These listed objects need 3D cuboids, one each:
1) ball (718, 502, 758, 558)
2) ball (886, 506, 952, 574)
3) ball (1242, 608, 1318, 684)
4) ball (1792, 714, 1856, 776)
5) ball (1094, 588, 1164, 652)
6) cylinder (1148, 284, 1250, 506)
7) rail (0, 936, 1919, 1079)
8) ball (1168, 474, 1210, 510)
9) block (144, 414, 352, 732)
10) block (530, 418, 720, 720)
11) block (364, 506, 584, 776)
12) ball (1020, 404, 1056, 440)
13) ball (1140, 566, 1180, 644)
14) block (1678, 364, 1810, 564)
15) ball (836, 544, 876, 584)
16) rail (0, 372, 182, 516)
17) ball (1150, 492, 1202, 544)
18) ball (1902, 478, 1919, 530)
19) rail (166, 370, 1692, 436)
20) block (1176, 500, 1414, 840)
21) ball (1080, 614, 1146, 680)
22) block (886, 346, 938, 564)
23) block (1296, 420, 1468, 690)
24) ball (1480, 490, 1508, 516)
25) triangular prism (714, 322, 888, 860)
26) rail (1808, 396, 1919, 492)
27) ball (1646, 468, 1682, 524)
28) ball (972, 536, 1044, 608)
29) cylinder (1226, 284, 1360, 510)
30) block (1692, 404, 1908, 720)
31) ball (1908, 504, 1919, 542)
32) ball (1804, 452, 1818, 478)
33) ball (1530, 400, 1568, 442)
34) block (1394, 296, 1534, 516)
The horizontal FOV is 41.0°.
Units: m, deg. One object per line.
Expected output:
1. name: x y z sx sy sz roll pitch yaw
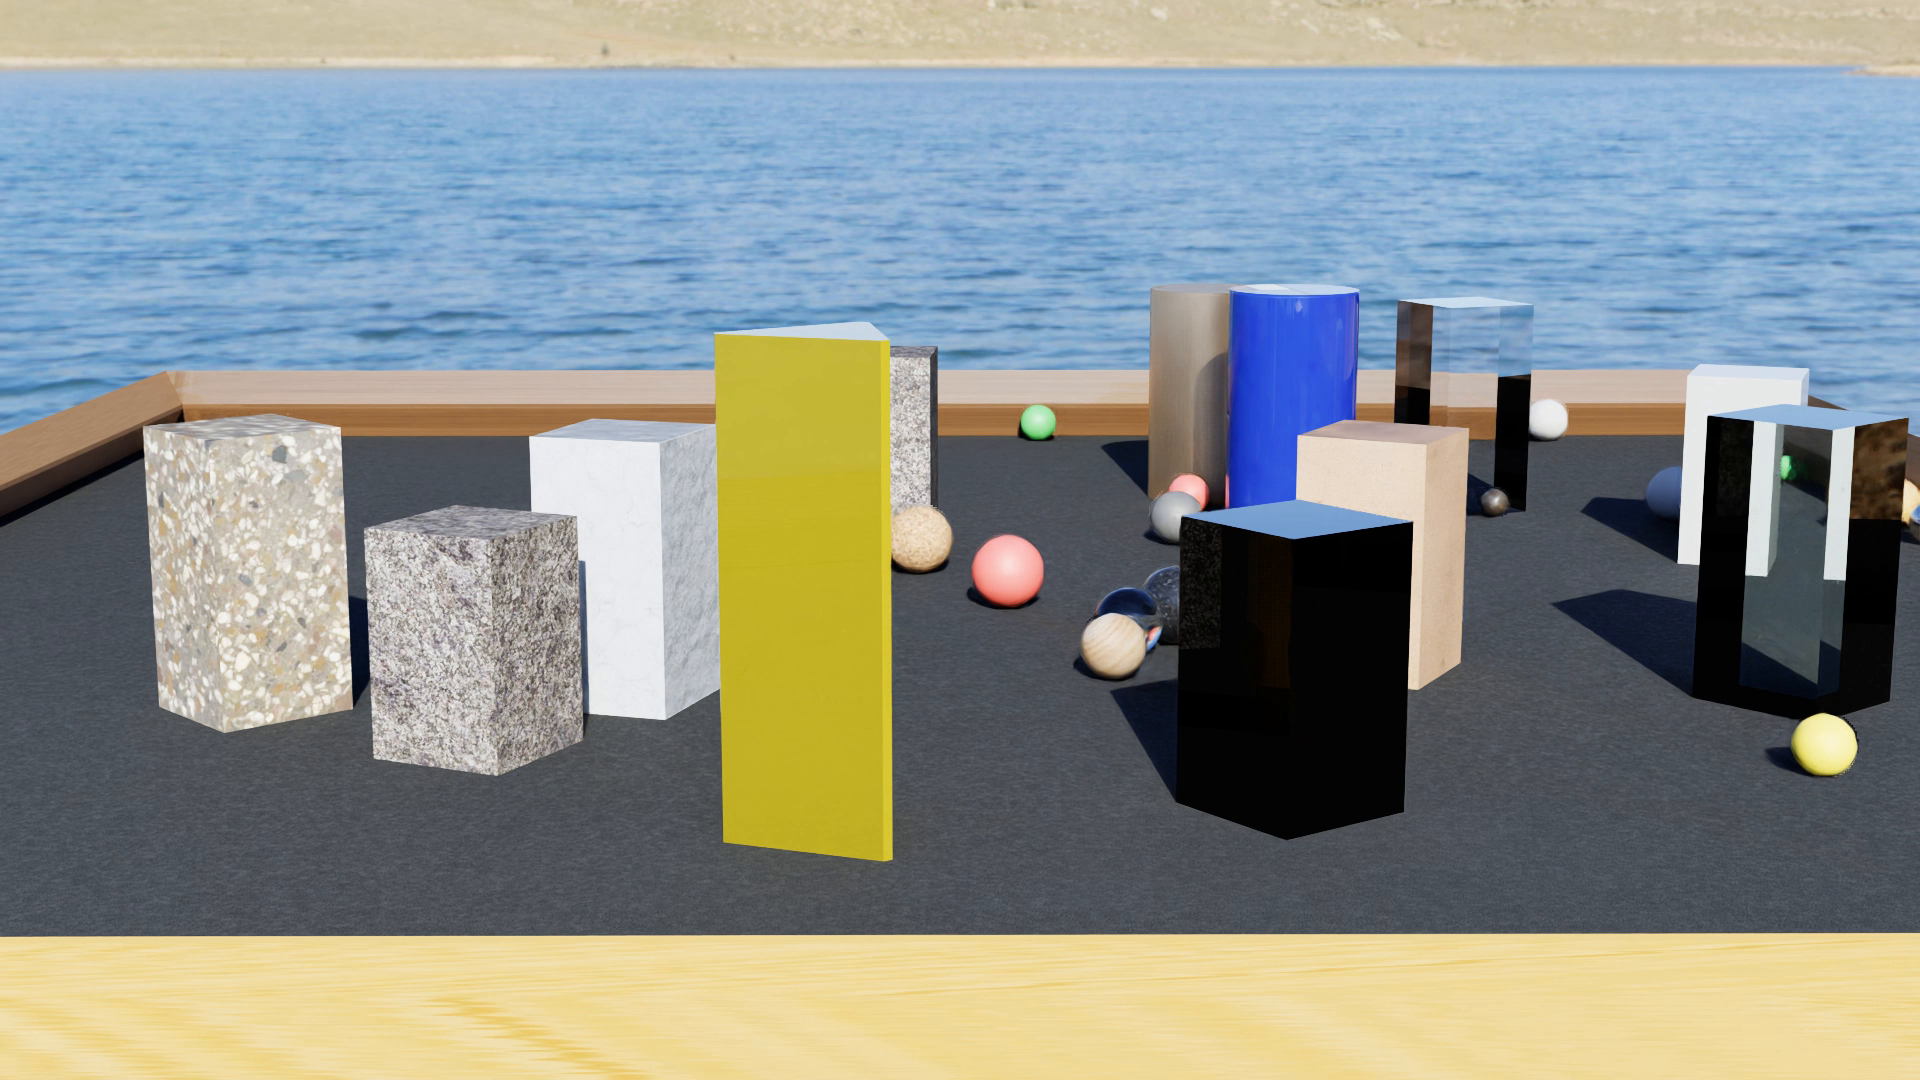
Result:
1. ball: -0.345 -0.016 3.845 0.084 0.084 0.084 0 10 0
2. ball: -0.059 -0.001 3.725 0.097 0.097 0.097 0 10 0
3. ball: 0.381 0.126 3.061 0.089 0.089 0.089 0 10 0
4. ball: 0.896 0.213 2.662 0.065 0.065 0.065 0 10 0
5. ball: 0.209 0.103 3.196 0.087 0.087 0.087 0 10 0
6. cylinder: 0.421 -0.250 4.362 0.199 0.356 0.199 0 10 0
7. rail: 0.010 0.335 1.815 3.133 0.129 0.045 0 10 0
8. ball: 0.375 -0.074 4.202 0.068 0.068 0.068 0 10 0
9. block: -0.809 0.033 2.918 0.159 0.326 0.159 -9 14 -42
10. block: -0.384 0.030 2.963 0.159 0.315 0.159 3 11 18
11. block: -0.518 0.103 2.747 0.159 0.249 0.159 5 12 25
12. ball: 0.154 -0.231 5.042 0.071 0.071 0.071 0 10 0
13. ball: 0.276 0.083 3.269 0.100 0.100 0.100 0 10 0
14. block: 1.168 -0.111 3.821 0.159 0.280 0.159 4 11 22
15. ball: -0.148 0.035 3.643 0.058 0.058 0.058 0 10 0
16. rail: -1.543 0.035 3.440 0.045 0.129 3.369 0 10 0
17. ball: 0.334 -0.035 3.952 0.082 0.082 0.082 0 10 0
18. ball: 1.478 -0.058 4.064 0.087 0.087 0.087 0 10 0
19. rail: -0.010 -0.269 5.082 3.133 0.129 0.045 0 10 0
20. block: 0.328 0.122 2.526 0.159 0.292 0.159 -8 13 -36
21. ball: 0.185 0.128 3.080 0.079 0.079 0.079 0 10 0
22. block: -0.118 -0.129 3.843 0.159 0.308 0.159 1 10 4
23. block: 0.510 0.014 3.112 0.159 0.292 0.159 6 12 28
24. ball: 0.873 -0.060 4.191 0.046 0.046 0.046 0 10 0
25. triangular prism: -0.119 0.041 2.436 0.172 0.484 0.149 4 11 21
26. rail: 1.543 0.032 3.457 0.045 0.129 3.369 0 10 0
27. ball: 1.152 -0.072 4.130 0.090 0.090 0.090 0 10 0
28. ball: 0.065 0.043 3.485 0.099 0.099 0.099 0 10 0
29. cylinder: 0.514 -0.195 3.977 0.199 0.387 0.199 0 10 0
30. block: 0.967 0.022 2.956 0.159 0.332 0.159 -9 14 -40
31. ball: 1.494 -0.026 3.941 0.070 0.070 0.070 0 10 0
32. ball: 1.512 -0.135 4.591 0.047 0.047 0.047 0 10 0
33. ball: 1.152 -0.235 5.036 0.082 0.082 0.082 0 10 0
34. block: 0.832 -0.223 4.257 0.159 0.342 0.159 -4 11 -22
